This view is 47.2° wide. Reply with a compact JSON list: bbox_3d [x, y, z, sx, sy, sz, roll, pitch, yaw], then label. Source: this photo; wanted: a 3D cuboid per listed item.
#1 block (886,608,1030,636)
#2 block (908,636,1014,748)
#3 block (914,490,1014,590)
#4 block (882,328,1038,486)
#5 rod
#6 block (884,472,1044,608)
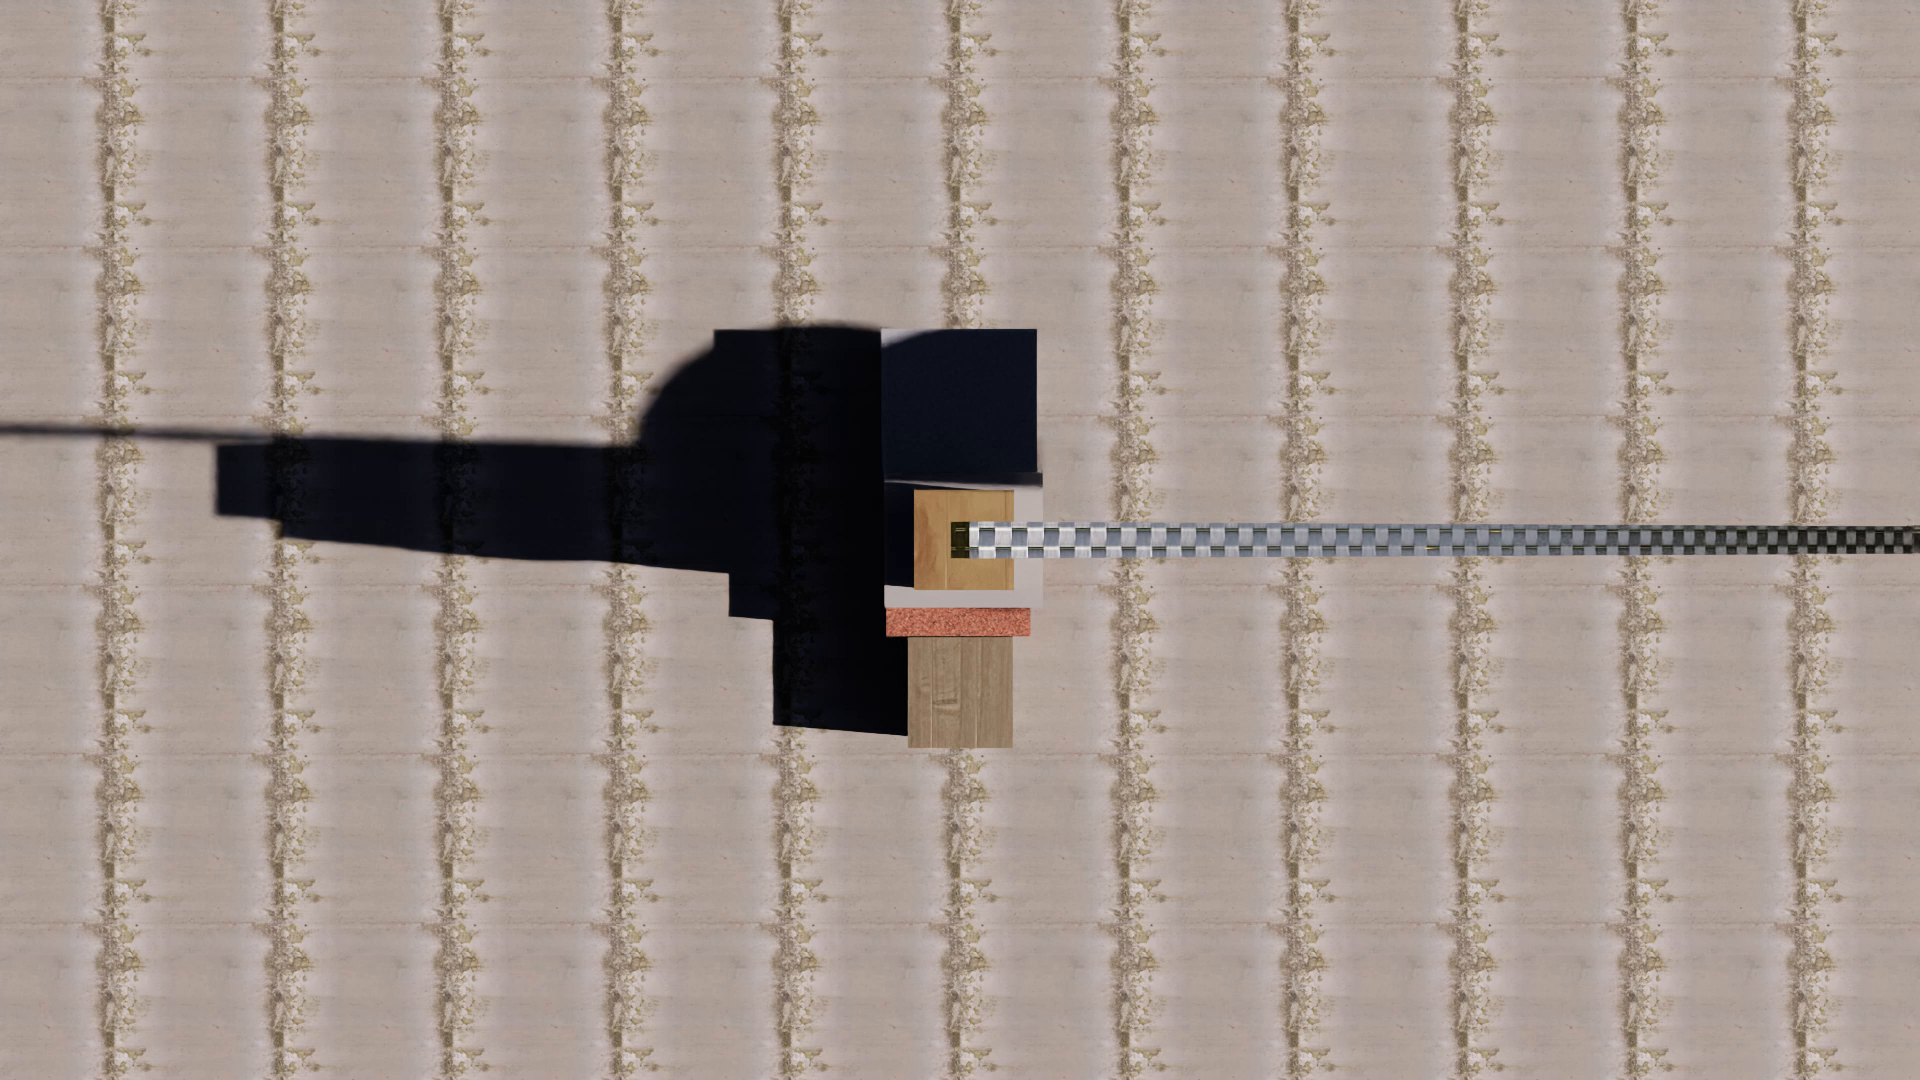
[{"bbox_3d":[-0.009,0.122,12.578,0.796,0.845,0.822,0,90,0],"label":"block"},{"bbox_3d":[0.002,0.852,12.642,0.588,0.717,0.619,0,90,0],"label":"block"},{"bbox_3d":[0.017,0.000,9.527,0.422,0.456,0.424,0,90,0],"label":"block"},{"bbox_3d":[-0.005,-0.730,12.550,0.858,0.901,0.863,0,90,0],"label":"block"},{"bbox_3d":[2.234,0.000,6.110,5.200,0.080,0.080,0,90,-31],"label":"rod"},{"bbox_3d":[0.017,0.000,10.085,0.703,0.659,0.600,0,90,0],"label":"block"}]
